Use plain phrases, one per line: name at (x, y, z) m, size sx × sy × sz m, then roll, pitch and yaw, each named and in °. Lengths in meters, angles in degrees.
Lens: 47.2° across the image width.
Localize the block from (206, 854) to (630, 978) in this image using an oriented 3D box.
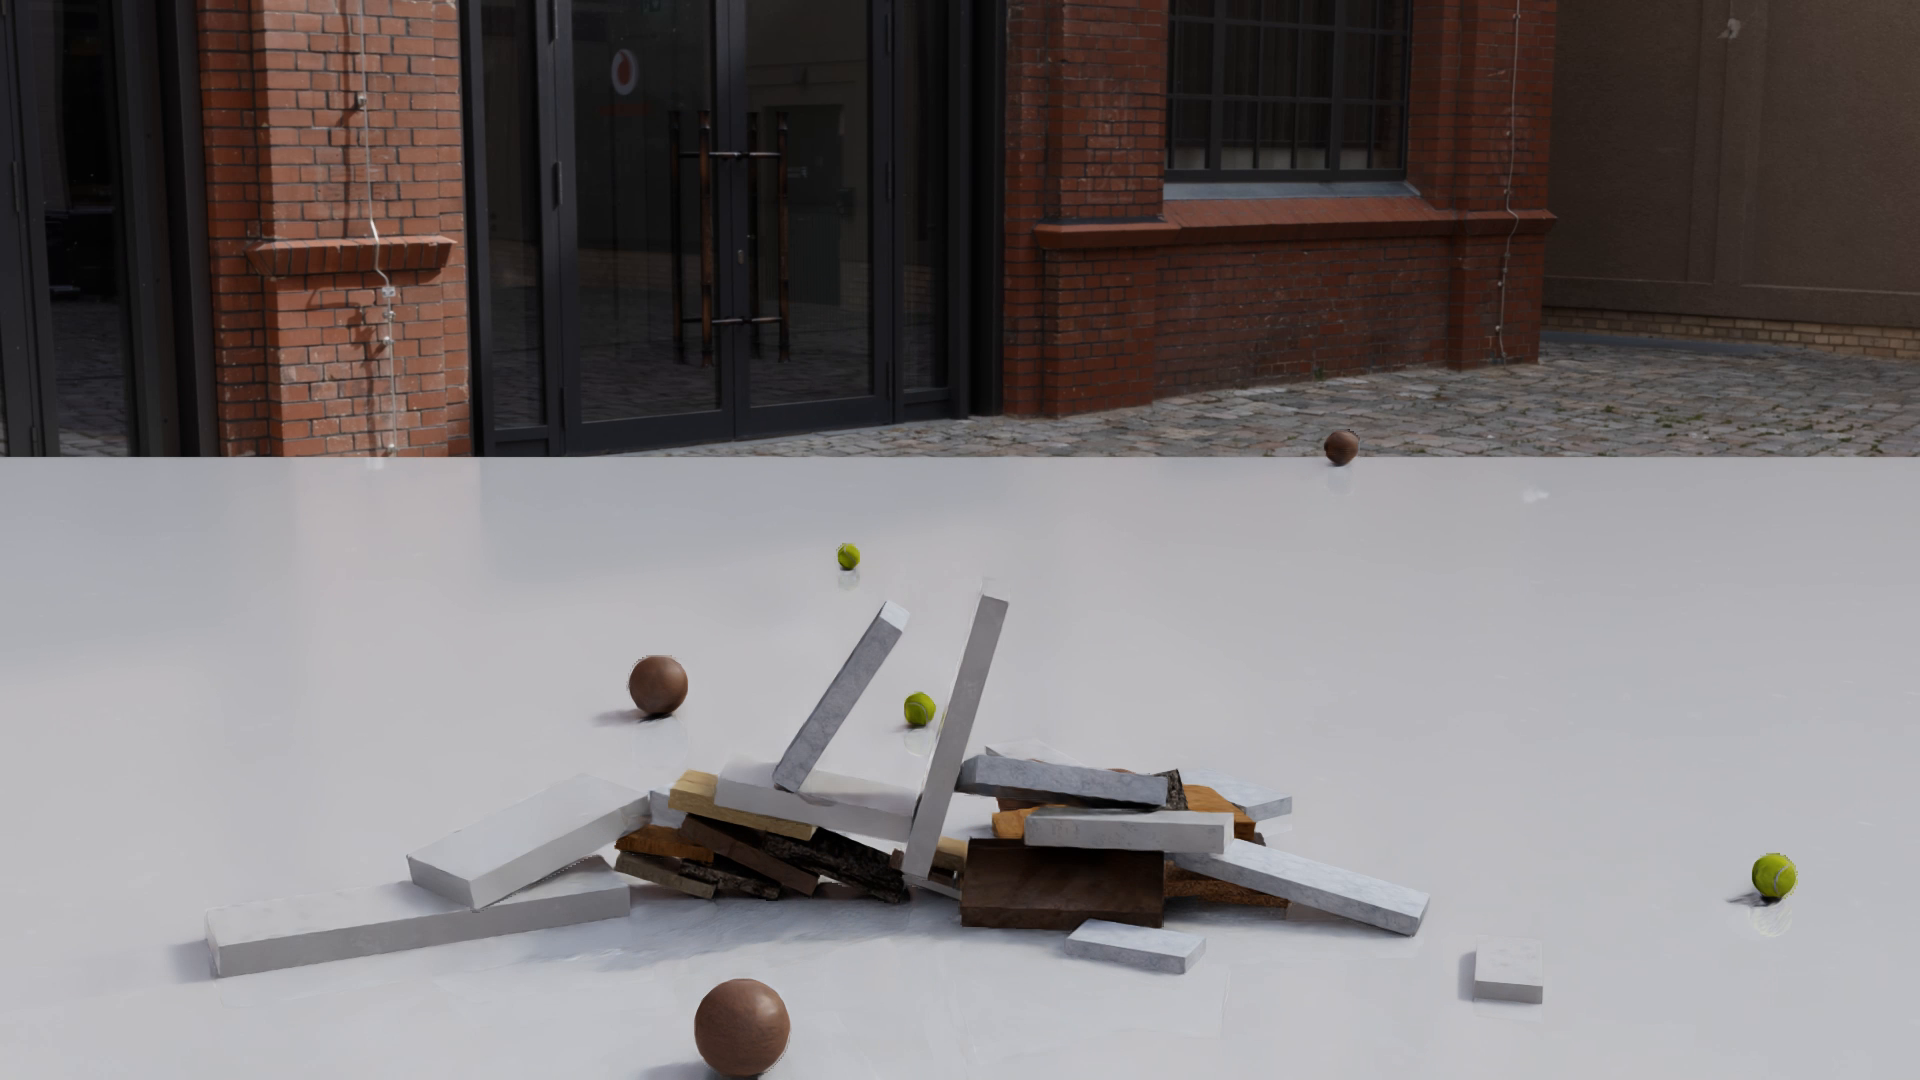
block at (-0.860, 0.594, 3.508) m, size 0.635 × 0.051 × 0.179 m, roll -5°, pitch 12°, yaw -24°

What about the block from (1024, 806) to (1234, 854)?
block at (0.277, 0.469, 3.569) m, size 0.320 × 0.045 × 0.160 m, roll 1°, pitch 0°, yaw 13°

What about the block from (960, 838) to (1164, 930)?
block at (0.168, 0.557, 3.553) m, size 0.320 × 0.045 × 0.160 m, roll 1°, pitch 35°, yaw 6°

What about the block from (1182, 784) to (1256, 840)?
block at (0.434, 0.489, 3.970) m, size 0.117 × 0.033 × 0.233 m, roll 5°, pitch 9°, yaw -15°

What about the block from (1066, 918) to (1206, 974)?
block at (0.271, 0.627, 3.396) m, size 0.193 × 0.027 × 0.097 m, roll 5°, pitch 12°, yaw 24°

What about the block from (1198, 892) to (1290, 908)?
block at (0.473, 0.582, 3.648) m, size 0.146 × 0.021 × 0.073 m, roll 3°, pitch 13°, yaw 15°

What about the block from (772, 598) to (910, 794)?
block at (-0.194, 0.255, 3.626) m, size 0.046 × 0.323 × 0.162 m, roll 33°, pitch 9°, yaw -2°

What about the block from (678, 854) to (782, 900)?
block at (-0.380, 0.556, 3.670) m, size 0.167 × 0.024 × 0.083 m, roll 14°, pitch 9°, yaw 0°

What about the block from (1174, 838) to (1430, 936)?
block at (0.556, 0.554, 3.581) m, size 0.400 × 0.033 × 0.117 m, roll 14°, pitch 15°, yaw 18°

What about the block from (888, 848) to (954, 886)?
block at (-0.064, 0.544, 3.651) m, size 0.107 × 0.015 × 0.054 m, roll 19°, pitch 10°, yaw 0°

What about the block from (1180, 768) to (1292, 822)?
block at (0.503, 0.483, 4.157) m, size 0.117 × 0.033 × 0.233 m, roll -8°, pitch 13°, yaw -36°

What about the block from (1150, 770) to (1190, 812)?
block at (0.280, 0.477, 3.828) m, size 0.230 × 0.033 × 0.115 m, roll -13°, pitch 43°, yaw 1°

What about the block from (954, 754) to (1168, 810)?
block at (0.165, 0.405, 3.632) m, size 0.320 × 0.045 × 0.160 m, roll 8°, pitch -14°, yaw -11°

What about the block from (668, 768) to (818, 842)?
block at (-0.355, 0.442, 3.677) m, size 0.242 × 0.034 × 0.121 m, roll 13°, pitch 10°, yaw 4°

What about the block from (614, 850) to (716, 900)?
block at (-0.487, 0.552, 3.670) m, size 0.167 × 0.024 × 0.083 m, roll 17°, pitch 9°, yaw -1°

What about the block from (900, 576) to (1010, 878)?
block at (-0.007, 0.305, 3.615) m, size 0.046 × 0.477 × 0.162 m, roll 16°, pitch 10°, yaw -1°

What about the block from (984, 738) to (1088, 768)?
block at (0.208, 0.466, 4.245) m, size 0.115 × 0.033 × 0.493 m, roll -5°, pitch 12°, yaw -25°

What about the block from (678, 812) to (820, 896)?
block at (-0.343, 0.510, 3.682) m, size 0.242 × 0.034 × 0.121 m, roll 25°, pitch 12°, yaw 0°

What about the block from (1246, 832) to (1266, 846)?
block at (0.500, 0.544, 3.858) m, size 0.073 × 0.021 × 0.146 m, roll 0°, pitch 11°, yaw 0°

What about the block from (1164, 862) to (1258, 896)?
block at (0.394, 0.560, 3.645) m, size 0.183 × 0.026 × 0.091 m, roll -1°, pitch 12°, yaw -2°

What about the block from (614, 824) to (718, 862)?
block at (-0.486, 0.506, 3.686) m, size 0.167 × 0.024 × 0.083 m, roll 7°, pitch 9°, yaw 4°

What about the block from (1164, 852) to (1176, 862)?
block at (0.327, 0.536, 3.771) m, size 0.183 × 0.026 × 0.091 m, roll -10°, pitch 9°, yaw 20°

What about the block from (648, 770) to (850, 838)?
block at (-0.387, 0.498, 4.023) m, size 0.358 × 0.051 × 0.179 m, roll 10°, pitch 15°, yaw 44°

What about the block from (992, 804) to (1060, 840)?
block at (0.177, 0.489, 3.736) m, size 0.230 × 0.033 × 0.115 m, roll -7°, pitch 21°, yaw -7°

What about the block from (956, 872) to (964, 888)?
block at (0.047, 0.573, 3.645) m, size 0.107 × 0.015 × 0.054 m, roll 13°, pitch 7°, yaw -6°

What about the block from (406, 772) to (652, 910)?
block at (-0.705, 0.491, 3.617) m, size 0.179 × 0.051 × 0.358 m, roll 10°, pitch 25°, yaw 43°

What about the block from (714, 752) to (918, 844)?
block at (-0.237, 0.428, 3.659) m, size 0.323 × 0.046 × 0.162 m, roll 11°, pitch 9°, yaw 0°

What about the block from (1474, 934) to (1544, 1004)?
block at (0.825, 0.644, 3.306) m, size 0.097 × 0.027 × 0.194 m, roll 3°, pitch 11°, yaw 14°

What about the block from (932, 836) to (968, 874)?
block at (0.047, 0.543, 3.695) m, size 0.193 × 0.027 × 0.097 m, roll 14°, pitch 8°, yaw 0°

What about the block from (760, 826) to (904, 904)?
block at (-0.207, 0.529, 3.673) m, size 0.242 × 0.034 × 0.121 m, roll 21°, pitch 11°, yaw 1°

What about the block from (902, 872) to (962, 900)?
block at (-0.042, 0.567, 3.656) m, size 0.107 × 0.015 × 0.054 m, roll 19°, pitch 10°, yaw 2°
